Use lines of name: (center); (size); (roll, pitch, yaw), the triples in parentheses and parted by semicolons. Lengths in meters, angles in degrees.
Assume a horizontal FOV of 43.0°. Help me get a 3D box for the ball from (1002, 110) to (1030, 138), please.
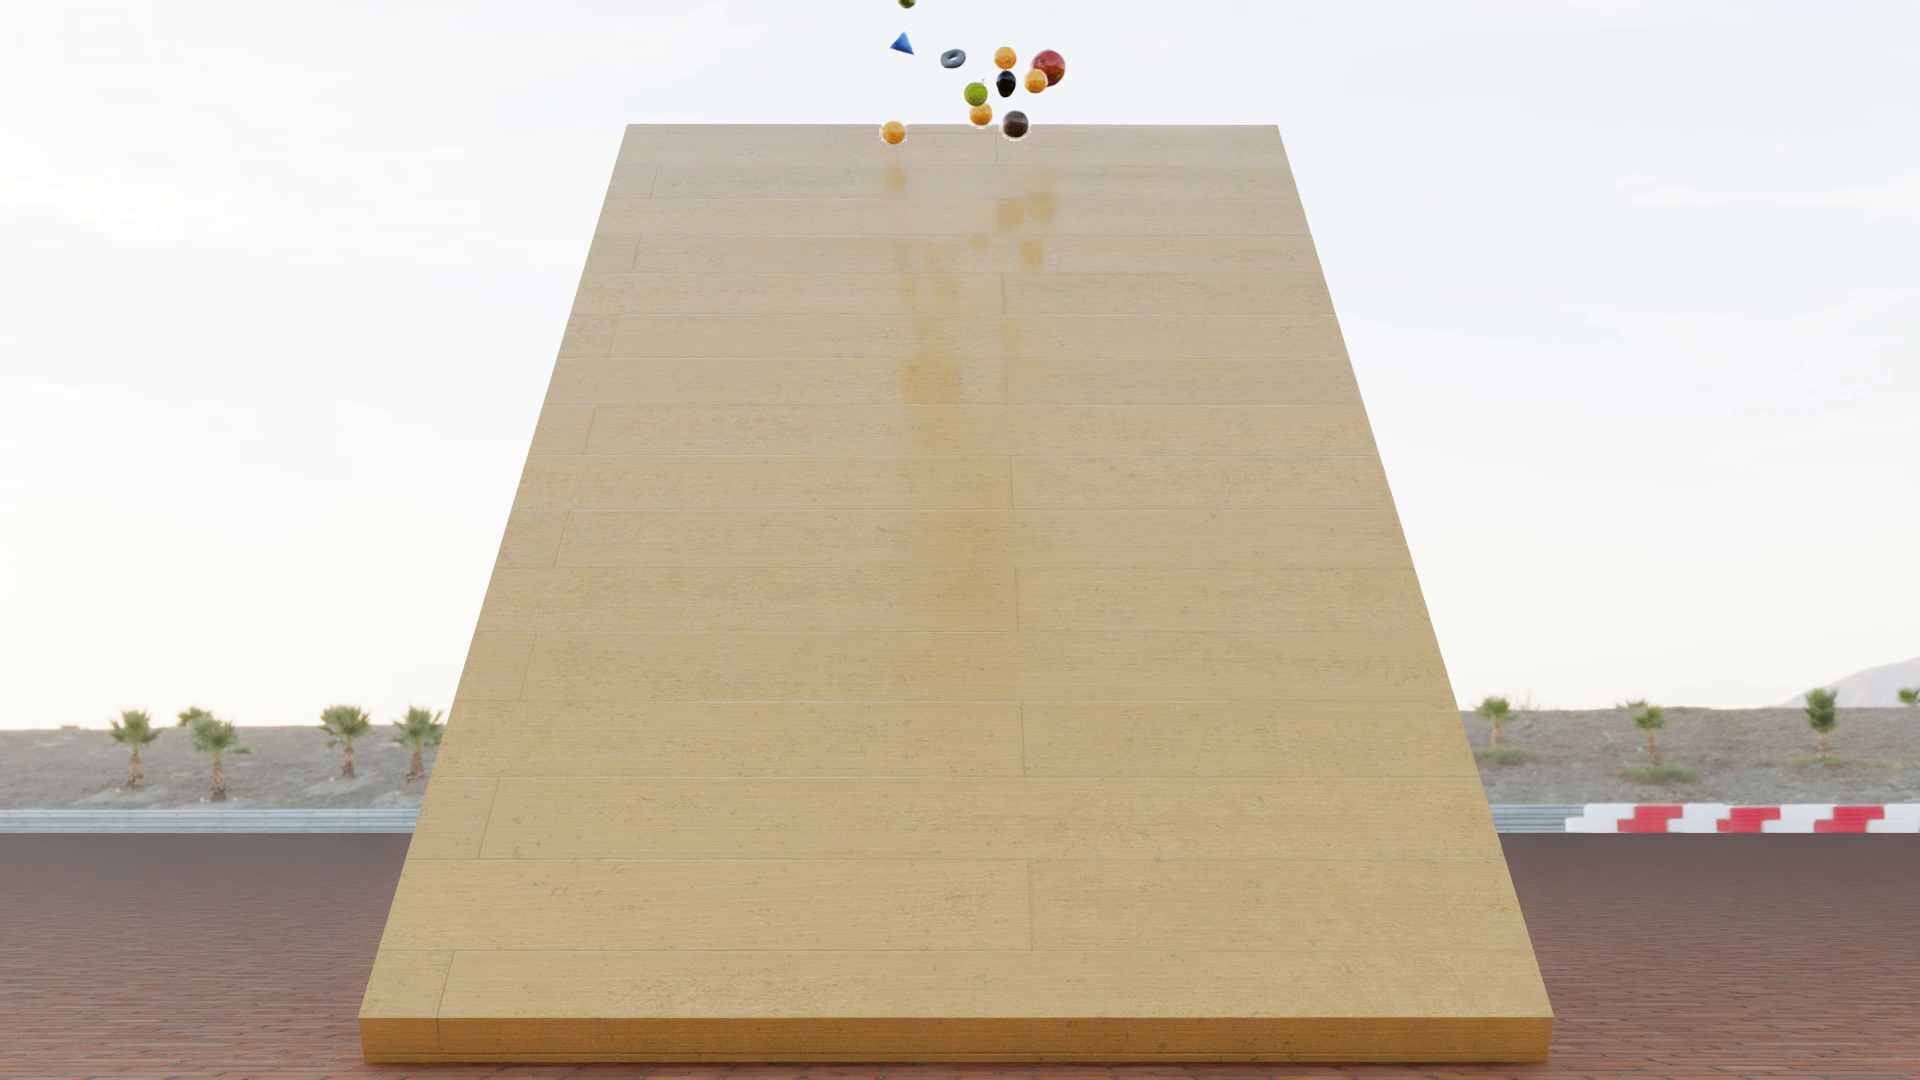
ball: (0.164, -1.233, 7.220); (0.084, 0.084, 0.084); (0, -7, 0)

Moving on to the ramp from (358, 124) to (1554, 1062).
ramp: (-0.014, -0.198, 5.805); (2.000, 0.100, 4.000); (0, 31, 0)

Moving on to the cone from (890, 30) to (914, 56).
cone: (-0.160, -1.467, 7.252); (0.071, 0.071, 0.071); (41, -14, -6)

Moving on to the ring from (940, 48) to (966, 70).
ring: (-0.019, -1.371, 6.938); (0.078, 0.078, 0.026); (-2, -42, 16)
